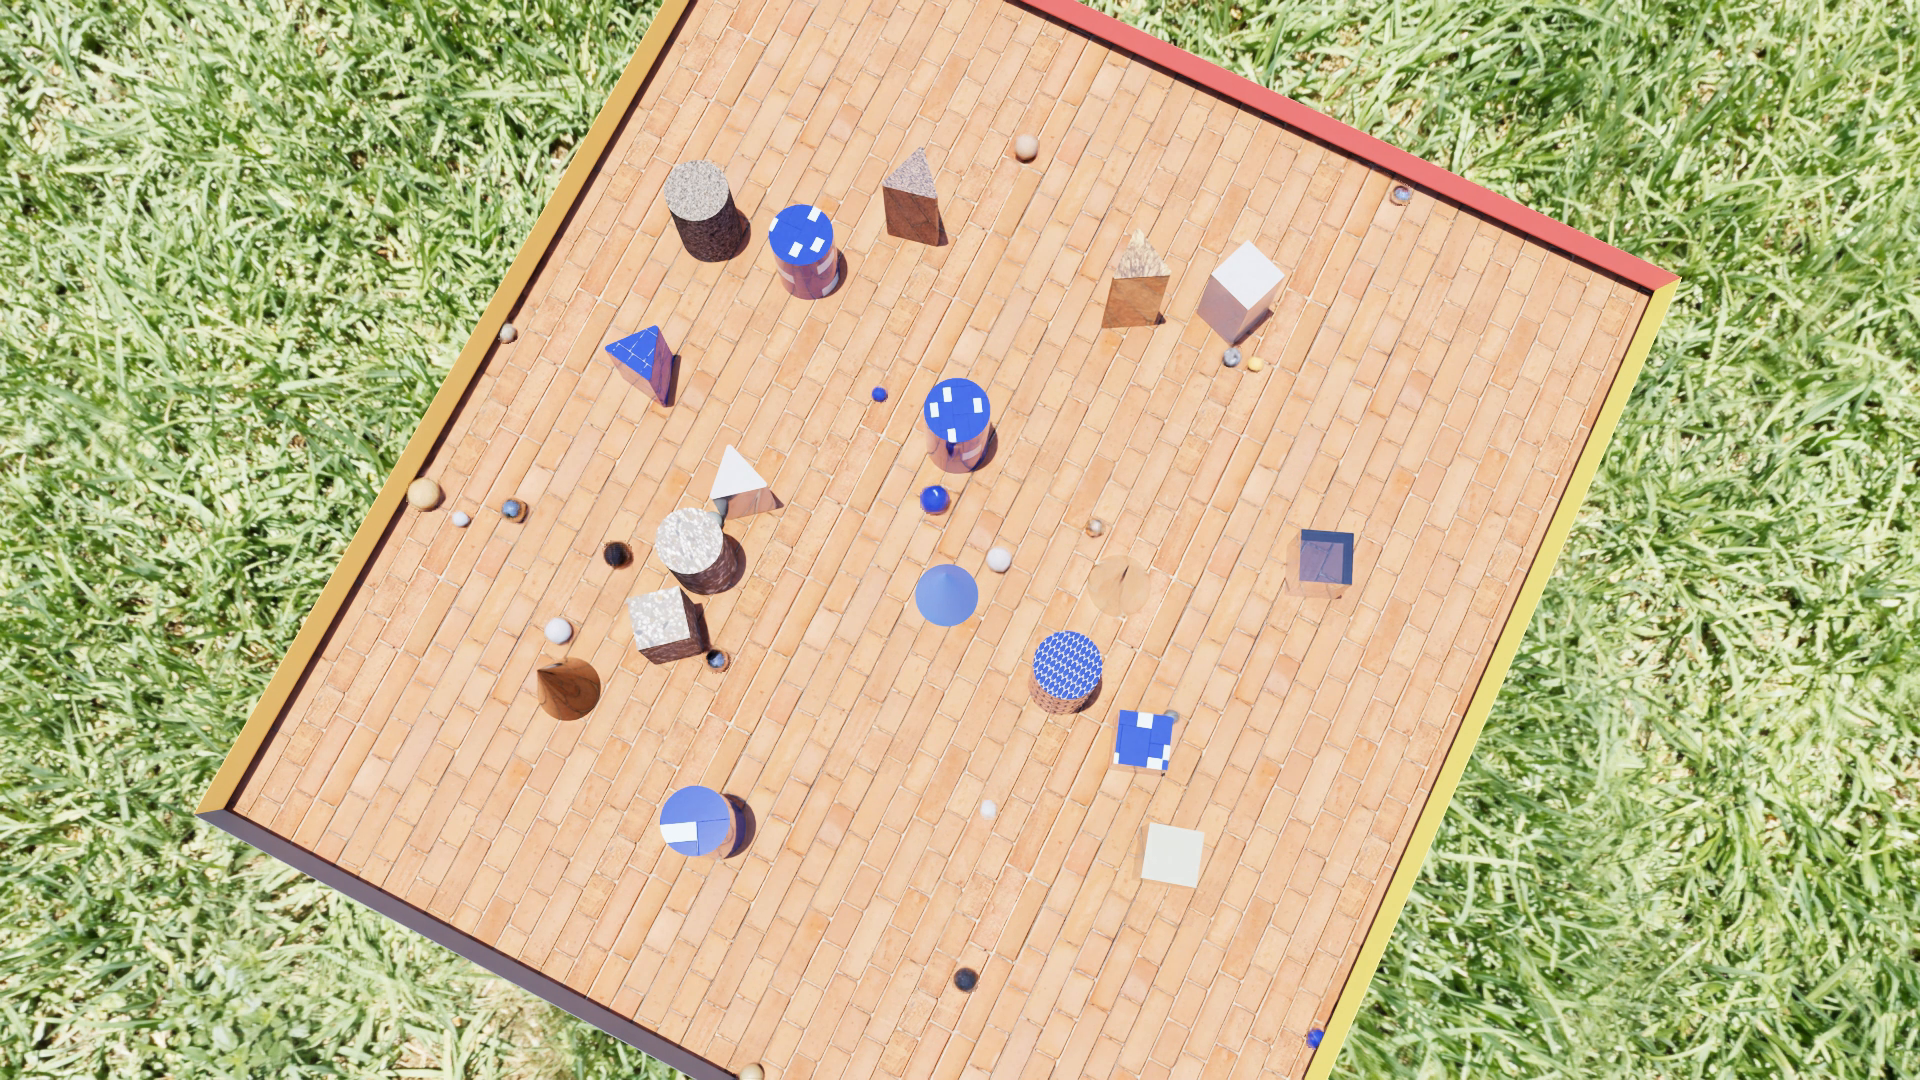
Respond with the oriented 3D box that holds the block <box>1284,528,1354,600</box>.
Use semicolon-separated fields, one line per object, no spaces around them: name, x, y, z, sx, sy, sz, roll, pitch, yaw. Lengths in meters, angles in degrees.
block;1.071;0.074;5.474;0.155;0.248;0.155;5;78;1

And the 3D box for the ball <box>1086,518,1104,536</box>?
ball;0.410;-0.038;5.596;0.055;0.055;0.055;0;78;0

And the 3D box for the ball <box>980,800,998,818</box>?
ball;0.085;0.795;5.426;0.051;0.051;0.051;0;78;0

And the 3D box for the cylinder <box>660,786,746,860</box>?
cylinder;-0.732;0.815;5.250;0.194;0.388;0.194;0;78;0

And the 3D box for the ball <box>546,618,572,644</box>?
ball;-1.209;0.275;5.521;0.076;0.076;0.076;0;78;0

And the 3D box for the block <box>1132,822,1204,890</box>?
block;0.595;0.911;5.270;0.155;0.309;0.155;10;78;2

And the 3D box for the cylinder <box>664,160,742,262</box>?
cylinder;-0.787;-1.008;5.644;0.194;0.355;0.194;0;78;0

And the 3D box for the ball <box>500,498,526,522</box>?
ball;-1.364;-0.092;5.597;0.075;0.075;0.075;0;78;0

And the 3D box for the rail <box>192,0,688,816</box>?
rail;-1.433;-0.695;5.695;0.045;0.126;3.463;26;80;5

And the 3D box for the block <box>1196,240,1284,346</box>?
block;0.852;-0.748;5.589;0.155;0.356;0.155;-43;81;-8

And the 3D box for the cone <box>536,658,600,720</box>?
cone;-1.179;0.405;5.313;0.194;0.431;0.194;0;78;0

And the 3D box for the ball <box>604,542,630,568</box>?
ball;-1.042;0.045;5.565;0.082;0.082;0.082;0;78;0

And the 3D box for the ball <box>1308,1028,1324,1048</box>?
ball;1.029;1.438;5.292;0.053;0.053;0.053;0;78;0

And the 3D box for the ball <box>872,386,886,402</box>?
ball;-0.253;-0.454;5.687;0.046;0.046;0.046;0;78;0

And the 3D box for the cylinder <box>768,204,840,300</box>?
cylinder;-0.476;-0.882;5.639;0.194;0.314;0.194;0;78;0

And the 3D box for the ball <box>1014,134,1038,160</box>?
ball;0.210;-1.251;5.836;0.078;0.078;0.078;0;78;0

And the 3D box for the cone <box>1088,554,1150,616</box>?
cone;0.485;0.104;5.417;0.194;0.348;0.194;0;78;0

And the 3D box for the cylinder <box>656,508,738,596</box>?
cylinder;-0.777;0.038;5.428;0.194;0.354;0.194;0;78;0

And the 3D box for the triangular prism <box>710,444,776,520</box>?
triangular prism;-0.662;-0.181;5.504;0.168;0.294;0.145;-13;79;-3

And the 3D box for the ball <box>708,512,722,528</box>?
ball;-0.757;-0.057;5.596;0.063;0.063;0.063;0;78;0

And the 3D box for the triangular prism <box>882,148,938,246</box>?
triangular prism;-0.132;-1.062;5.634;0.168;0.395;0.145;14;79;3

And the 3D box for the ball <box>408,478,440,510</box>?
ball;-1.637;-0.142;5.596;0.097;0.097;0.097;0;78;0

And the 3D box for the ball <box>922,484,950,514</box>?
ball;-0.075;-0.125;5.598;0.087;0.087;0.087;0;78;0

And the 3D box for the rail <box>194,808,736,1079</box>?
rail;-0.764;1.502;5.240;3.252;0.126;0.045;26;80;5

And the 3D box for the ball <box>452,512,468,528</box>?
ball;-1.527;-0.063;5.605;0.048;0.048;0.048;0;78;0

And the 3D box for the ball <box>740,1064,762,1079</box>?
ball;-0.600;1.538;5.263;0.068;0.068;0.068;0;78;0

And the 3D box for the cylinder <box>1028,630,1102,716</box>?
cylinder;0.302;0.391;5.328;0.194;0.407;0.194;0;78;0

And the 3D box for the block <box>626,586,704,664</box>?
block;-0.866;0.255;5.407;0.155;0.307;0.155;-14;79;-3

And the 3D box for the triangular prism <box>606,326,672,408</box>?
triangular prism;-0.942;-0.548;5.575;0.168;0.304;0.145;35;80;7

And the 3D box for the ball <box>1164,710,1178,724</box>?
ball;0.630;0.531;5.483;0.047;0.047;0.047;0;78;0

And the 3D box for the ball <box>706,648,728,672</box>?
ball;-0.730;0.360;5.507;0.069;0.069;0.069;0;78;0

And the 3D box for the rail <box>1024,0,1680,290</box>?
rail;0.764;-1.489;5.859;3.252;0.126;0.045;26;80;5

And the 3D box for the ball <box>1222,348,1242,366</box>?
ball;0.848;-0.571;5.705;0.058;0.058;0.058;0;78;0

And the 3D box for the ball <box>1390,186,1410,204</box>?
ball;1.396;-1.095;5.814;0.057;0.057;0.057;0;78;0

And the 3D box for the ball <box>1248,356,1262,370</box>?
ball;0.917;-0.549;5.707;0.045;0.045;0.045;0;78;0

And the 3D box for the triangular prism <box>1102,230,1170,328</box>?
triangular prism;0.523;-0.790;5.546;0.168;0.458;0.145;-4;78;-1

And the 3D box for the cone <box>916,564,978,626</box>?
cone;-0.040;0.131;5.404;0.194;0.364;0.194;0;78;0

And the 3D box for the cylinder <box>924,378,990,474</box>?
cylinder;-0.008;-0.337;5.490;0.194;0.384;0.194;0;78;0

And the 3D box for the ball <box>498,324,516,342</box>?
ball;-1.415;-0.649;5.722;0.056;0.056;0.056;0;78;0

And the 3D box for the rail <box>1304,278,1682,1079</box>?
rail;1.433;0.708;5.405;0.045;0.126;3.463;26;80;5

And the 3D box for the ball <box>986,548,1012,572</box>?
ball;0.117;0.060;5.565;0.076;0.076;0.076;0;78;0

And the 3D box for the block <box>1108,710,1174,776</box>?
block;0.527;0.597;5.373;0.155;0.235;0.155;8;78;2

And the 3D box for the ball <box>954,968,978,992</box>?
ball;0.015;1.275;5.317;0.069;0.069;0.069;0;78;0
